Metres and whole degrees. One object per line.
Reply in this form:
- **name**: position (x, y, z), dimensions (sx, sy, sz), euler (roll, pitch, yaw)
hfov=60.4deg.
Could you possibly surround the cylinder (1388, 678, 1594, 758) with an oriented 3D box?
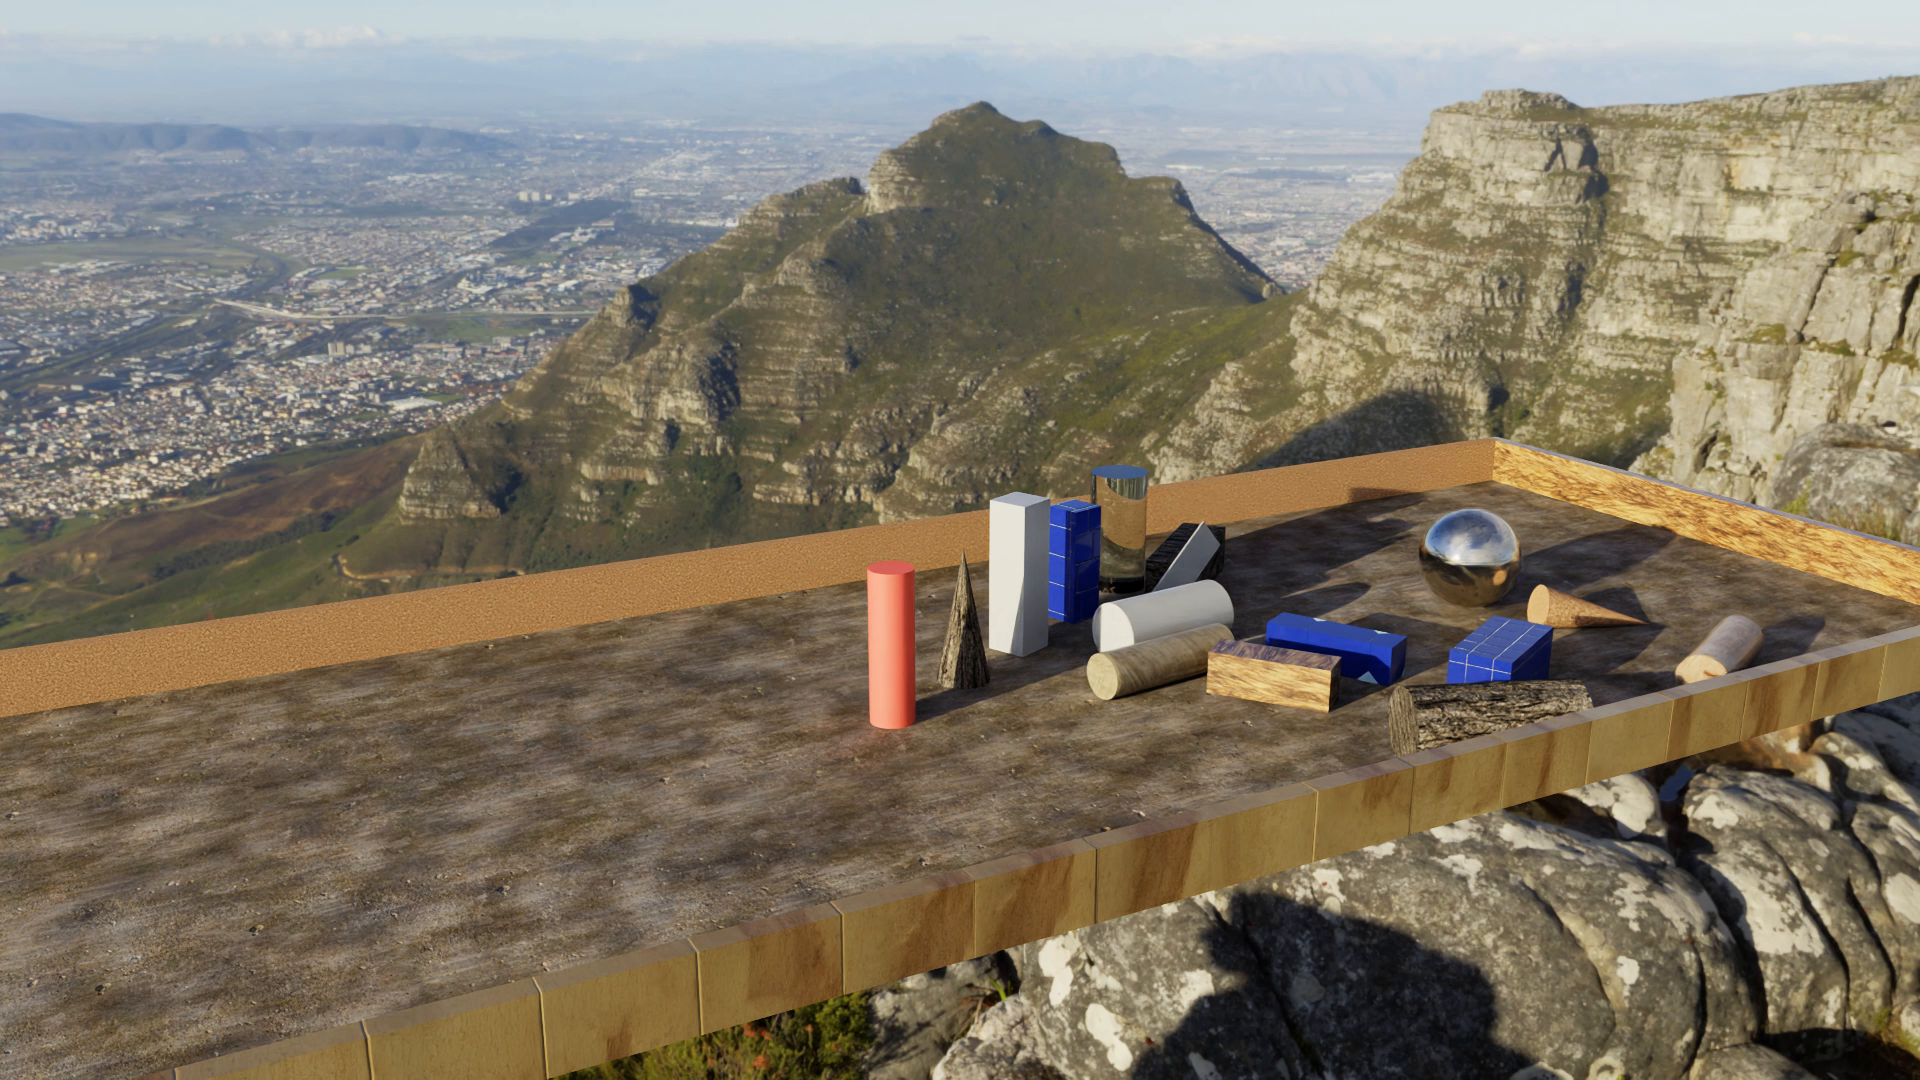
- **cylinder**: position (1.178, 0.404, 3.666), dimensions (0.401, 0.177, 0.177), euler (-2, 16, -7)

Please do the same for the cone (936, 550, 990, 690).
- **cone**: position (0.009, 0.185, 4.110), dimensions (0.135, 0.347, 0.135), euler (0, 16, 0)

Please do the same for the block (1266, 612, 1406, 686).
- **block**: position (0.961, 0.277, 4.230), dimensions (0.336, 0.102, 0.102), euler (11, 20, 34)

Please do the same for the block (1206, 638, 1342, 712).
- **block**: position (0.768, 0.330, 4.041), dimensions (0.302, 0.107, 0.107), euler (8, 18, 25)

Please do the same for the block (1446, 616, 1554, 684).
- **block**: position (1.321, 0.311, 4.034), dimensions (0.149, 0.149, 0.317), euler (12, 20, 34)

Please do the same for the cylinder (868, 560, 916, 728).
- **cylinder**: position (-0.159, 0.245, 3.852), dimensions (0.109, 0.378, 0.109), euler (0, 16, 0)

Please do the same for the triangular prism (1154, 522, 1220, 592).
- **triangular prism**: position (0.584, 0.105, 4.549), dimensions (0.089, 0.077, 0.421), euler (13, 45, 31)

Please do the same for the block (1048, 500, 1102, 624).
- **block**: position (0.316, 0.059, 4.585), dimensions (0.103, 0.320, 0.103), euler (-15, 22, -42)

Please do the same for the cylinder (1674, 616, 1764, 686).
- **cylinder**: position (1.901, 0.297, 4.122), dimensions (0.126, 0.126, 0.366), euler (12, 20, 35)

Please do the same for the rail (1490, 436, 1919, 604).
- **rail**: position (2.466, -0.048, 5.253), dimensions (0.050, 0.150, 2.100), euler (-9, 18, -27)

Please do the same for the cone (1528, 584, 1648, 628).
- **cone**: position (1.749, 0.209, 4.537), dimensions (0.336, 0.123, 0.123), euler (9, 15, -7)

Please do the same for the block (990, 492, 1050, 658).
- **block**: position (0.156, 0.089, 4.331), dimensions (0.112, 0.406, 0.112), euler (13, 21, 37)

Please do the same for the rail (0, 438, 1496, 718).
- **rail**: position (-3.305, 0.497, 3.399), dimensions (12.000, 0.150, 0.050), euler (-9, 18, -27)

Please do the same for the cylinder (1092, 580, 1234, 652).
- **cylinder**: position (0.534, 0.215, 4.328), dimensions (0.346, 0.167, 0.167), euler (-11, 20, -33)

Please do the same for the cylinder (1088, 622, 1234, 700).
- **cylinder**: position (0.508, 0.301, 4.126), dimensions (0.394, 0.116, 0.116), euler (-11, 20, -33)

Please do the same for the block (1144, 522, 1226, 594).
- **block**: position (0.669, 0.072, 4.872), dimensions (0.133, 0.133, 0.425), euler (6, 18, 21)

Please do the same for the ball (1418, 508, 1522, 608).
- **ball**: position (1.447, 0.052, 4.680), dimensions (0.280, 0.280, 0.280), euler (0, 16, 0)

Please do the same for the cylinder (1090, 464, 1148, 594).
- **cylinder**: position (0.464, -0.033, 4.852), dimensions (0.166, 0.346, 0.166), euler (0, 16, 0)

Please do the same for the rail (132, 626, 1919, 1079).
- **rail**: position (-2.336, 1.006, 1.665), dimensions (12.000, 0.150, 0.050), euler (-9, 18, -27)
